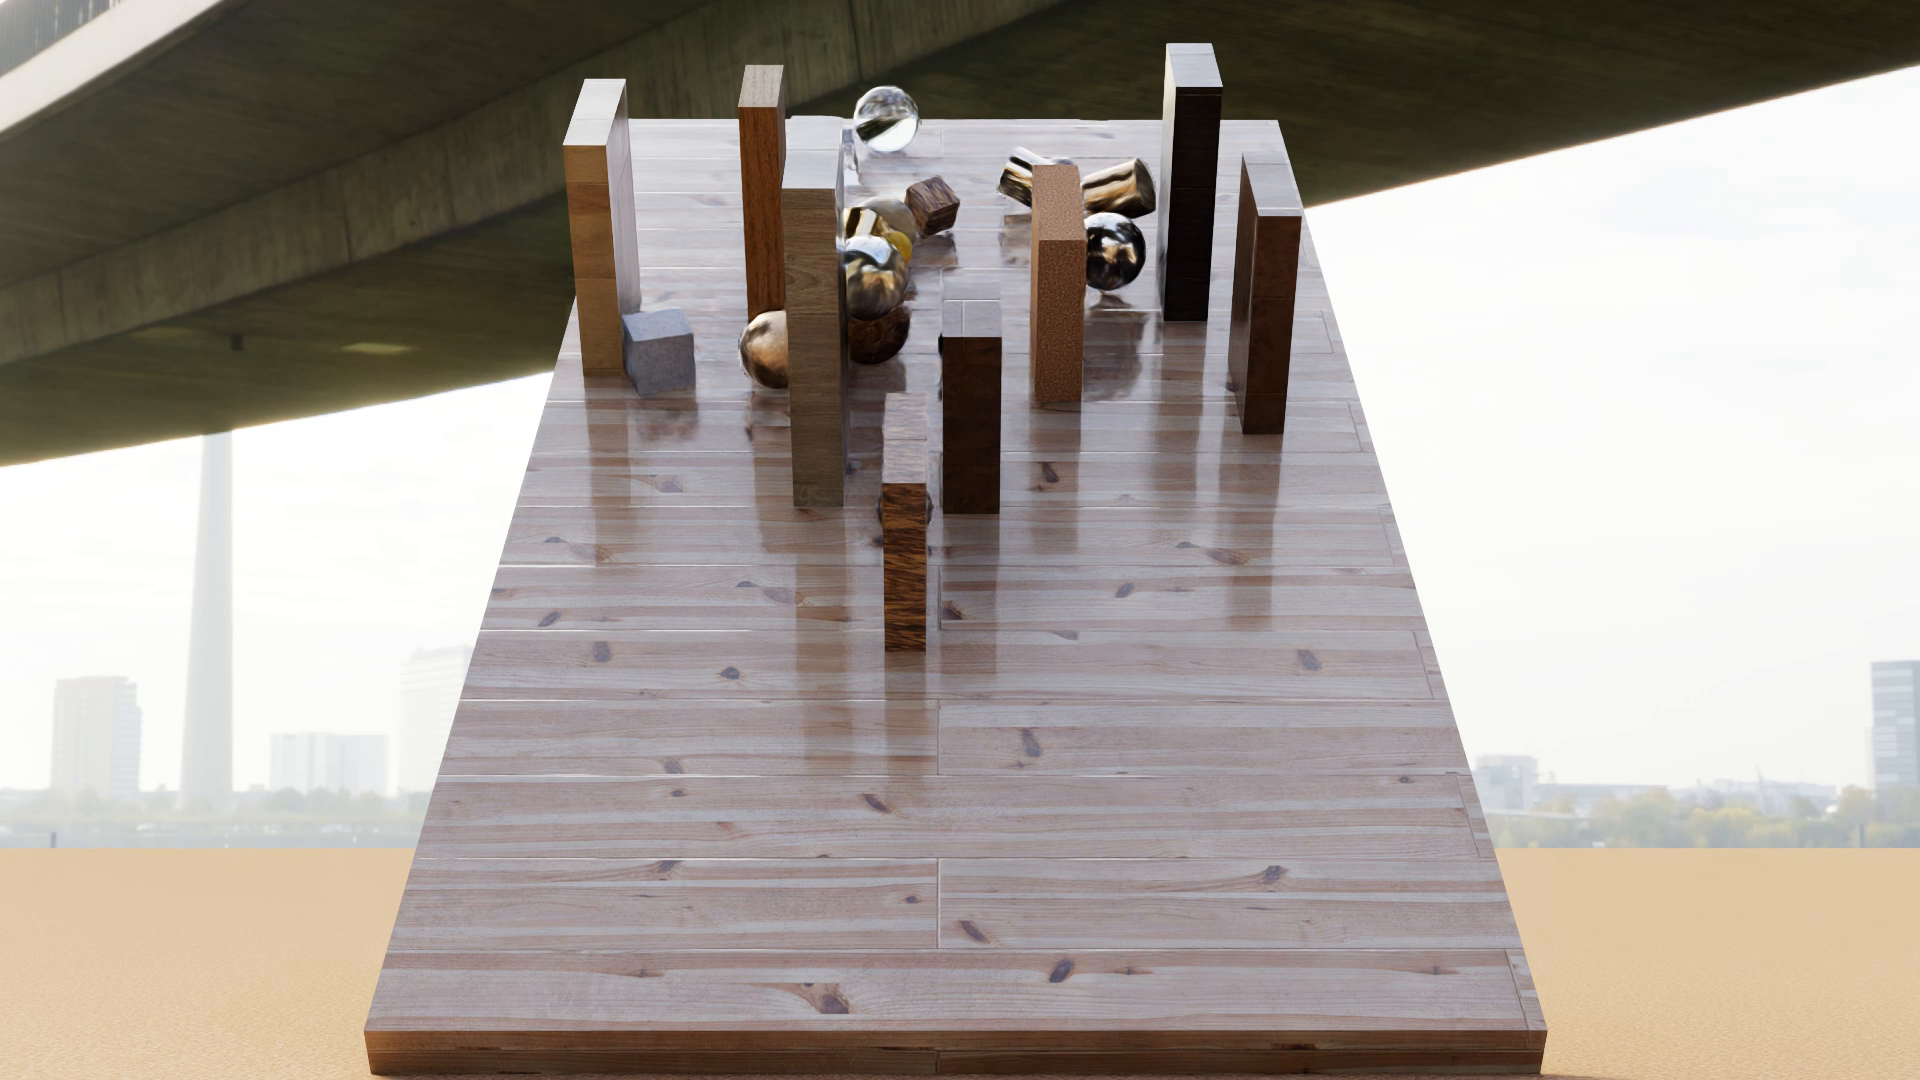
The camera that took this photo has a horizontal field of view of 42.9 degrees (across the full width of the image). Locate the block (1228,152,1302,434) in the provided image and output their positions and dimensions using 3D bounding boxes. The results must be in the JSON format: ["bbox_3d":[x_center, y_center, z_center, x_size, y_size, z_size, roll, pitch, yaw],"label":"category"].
[{"bbox_3d":[0.727,-0.594,5.871,0.098,0.570,0.372,0,32,0],"label":"block"}]

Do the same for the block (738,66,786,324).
[{"bbox_3d":[-0.493,-0.852,6.212,0.094,0.638,0.277,0,32,0],"label":"block"}]

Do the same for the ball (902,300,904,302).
[{"bbox_3d":[-0.229,-0.576,6.204,0.181,0.181,0.181,0,-7,0],"label":"ball"}]

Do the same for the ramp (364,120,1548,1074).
[{"bbox_3d":[-0.015,-0.190,5.852,2.000,0.100,4.000,0,32,0],"label":"ramp"}]

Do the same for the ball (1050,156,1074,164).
[{"bbox_3d":[0.285,-1.045,7.021,0.113,0.113,0.113,0,-7,0],"label":"ball"}]

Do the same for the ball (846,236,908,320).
[{"bbox_3d":[-0.224,-0.627,5.843,0.202,0.202,0.202,0,-7,0],"label":"ball"}]

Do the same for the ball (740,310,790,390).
[{"bbox_3d":[-0.443,-0.468,6.016,0.195,0.195,0.195,0,-7,0],"label":"ball"}]

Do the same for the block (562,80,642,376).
[{"bbox_3d":[-0.889,-0.783,6.118,0.101,0.617,0.420,0,32,0],"label":"block"}]

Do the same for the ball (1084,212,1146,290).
[{"bbox_3d":[0.383,-0.750,6.355,0.204,0.204,0.204,0,-7,0],"label":"ball"}]

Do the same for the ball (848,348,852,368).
[{"bbox_3d":[-0.330,-0.440,5.899,0.135,0.135,0.135,0,-7,0],"label":"ball"}]

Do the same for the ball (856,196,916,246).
[{"bbox_3d":[-0.209,-0.840,6.621,0.185,0.185,0.185,0,-7,0],"label":"ball"}]

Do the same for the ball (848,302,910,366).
[{"bbox_3d":[-0.224,-0.531,6.020,0.200,0.200,0.200,0,-7,0],"label":"ball"}]

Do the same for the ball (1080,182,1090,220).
[{"bbox_3d":[0.373,-0.925,6.794,0.152,0.152,0.152,0,-7,0],"label":"ball"}]

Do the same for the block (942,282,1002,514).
[{"bbox_3d":[0.026,-0.321,5.543,0.129,0.451,0.266,0,32,0],"label":"block"}]

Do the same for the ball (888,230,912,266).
[{"bbox_3d":[-0.184,-0.764,6.479,0.117,0.117,0.117,0,-7,0],"label":"ball"}]

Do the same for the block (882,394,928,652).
[{"bbox_3d":[-0.114,-0.039,5.131,0.085,0.408,0.371,0,32,0],"label":"block"}]

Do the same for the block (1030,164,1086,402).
[{"bbox_3d":[0.241,-0.643,6.075,0.114,0.434,0.449,0,32,0],"label":"block"}]

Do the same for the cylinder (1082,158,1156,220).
[{"bbox_3d":[0.430,-0.930,6.580,0.150,0.150,0.150,-16,-13,24],"label":"cylinder"}]

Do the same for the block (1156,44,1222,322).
[{"bbox_3d":[0.588,-0.922,6.325,0.115,0.645,0.297,0,32,0],"label":"block"}]

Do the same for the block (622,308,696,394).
[{"bbox_3d":[-0.745,-0.469,6.061,0.147,0.147,0.147,-10,33,-15],"label":"block"}]

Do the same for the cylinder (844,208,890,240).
[{"bbox_3d":[-0.266,-0.763,6.327,0.138,0.138,0.138,12,-29,7],"label":"cylinder"}]

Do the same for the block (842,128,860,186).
[{"bbox_3d":[-0.359,-1.099,7.054,0.114,0.114,0.114,-8,-41,3],"label":"block"}]

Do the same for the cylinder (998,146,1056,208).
[{"bbox_3d":[0.207,-1.016,6.914,0.143,0.143,0.143,28,-1,13],"label":"cylinder"}]

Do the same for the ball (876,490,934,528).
[{"bbox_3d":[-0.122,-0.069,5.444,0.127,0.127,0.127,0,-7,0],"label":"ball"}]

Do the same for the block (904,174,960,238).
[{"bbox_3d":[-0.082,-0.925,6.793,0.107,0.107,0.107,-25,-26,-28],"label":"block"}]

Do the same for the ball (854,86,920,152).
[{"bbox_3d":[-0.218,-1.250,7.268,0.195,0.195,0.195,0,-7,0],"label":"ball"}]

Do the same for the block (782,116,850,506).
[{"bbox_3d":[-0.322,-0.515,5.537,0.114,0.784,0.399,0,32,0],"label":"block"}]

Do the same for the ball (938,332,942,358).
[{"bbox_3d":[0.020,-0.485,6.090,0.150,0.150,0.150,0,-7,0],"label":"ball"}]
